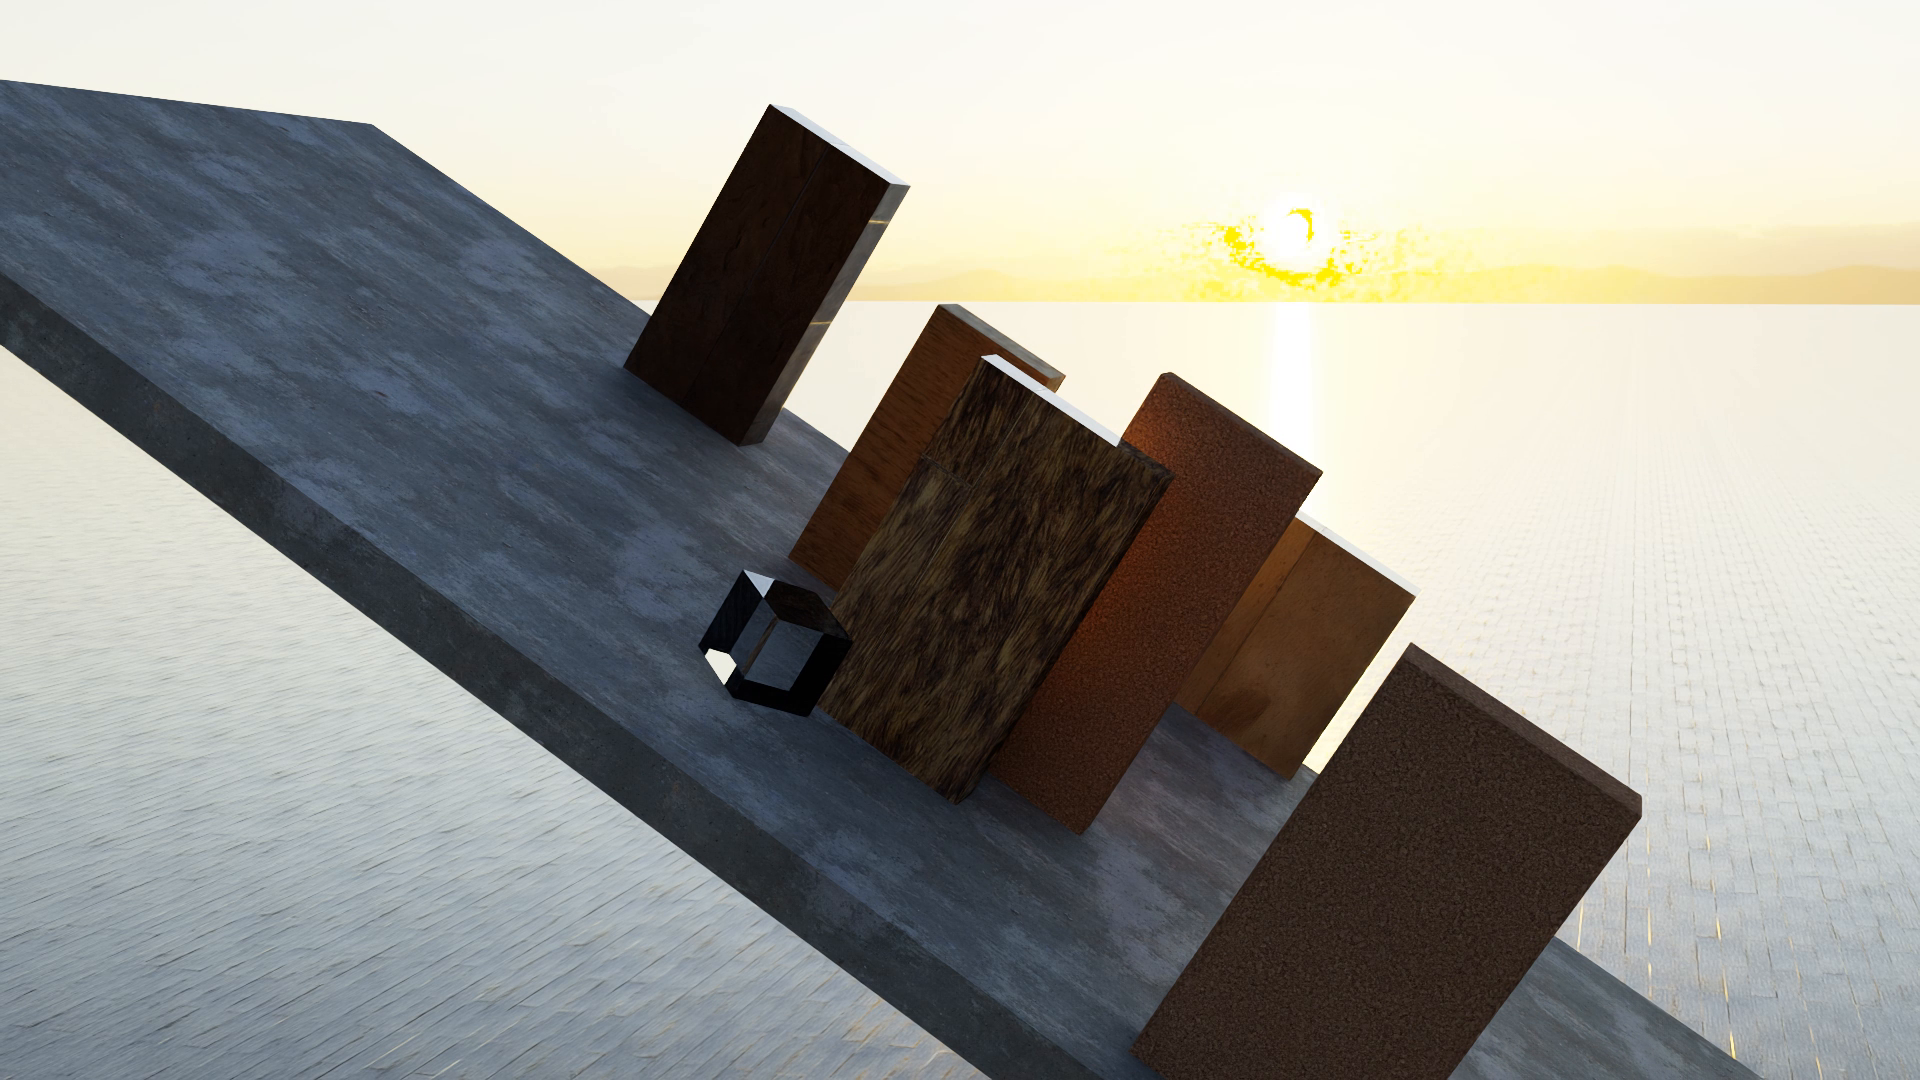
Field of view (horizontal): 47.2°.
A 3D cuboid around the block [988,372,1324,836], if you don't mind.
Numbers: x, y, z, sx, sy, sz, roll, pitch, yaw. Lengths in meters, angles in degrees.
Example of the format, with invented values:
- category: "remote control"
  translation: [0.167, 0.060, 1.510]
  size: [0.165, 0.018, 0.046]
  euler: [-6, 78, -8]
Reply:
- category: "block"
  translation: [0.280, 0.111, 3.739]
  size: [0.308, 0.743, 0.087]
  euler: [35, 15, 11]

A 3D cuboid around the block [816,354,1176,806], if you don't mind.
- category: "block"
  translation: [0.026, 0.066, 3.576]
  size: [0.353, 0.641, 0.088]
  euler: [35, 15, 11]

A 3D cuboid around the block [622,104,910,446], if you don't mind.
- category: "block"
  translation: [-0.415, -0.562, 4.699]
  size: [0.315, 0.651, 0.135]
  euler: [35, 15, 11]

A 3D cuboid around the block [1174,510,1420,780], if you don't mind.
- category: "block"
  translation: [0.670, 0.189, 4.762]
  size: [0.445, 0.486, 0.112]
  euler: [35, 15, 11]

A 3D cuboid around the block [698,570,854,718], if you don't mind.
- category: "block"
  translation: [-0.299, 0.168, 3.560]
  size: [0.152, 0.152, 0.152]
  euler: [19, 19, -39]

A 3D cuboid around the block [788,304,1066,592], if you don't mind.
- category: "block"
  translation: [-0.065, -0.138, 4.187]
  size: [0.254, 0.573, 0.124]
  euler: [35, 15, 11]

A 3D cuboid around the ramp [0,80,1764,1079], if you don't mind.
- category: "ramp"
  translation: [-0.147, 0.244, 4.109]
  size: [4.000, 0.100, 2.000]
  euler: [35, 15, 11]

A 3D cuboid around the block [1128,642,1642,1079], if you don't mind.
- category: "block"
  translation: [0.585, 0.538, 3.062]
  size: [0.372, 0.695, 0.124]
  euler: [35, 15, 11]
